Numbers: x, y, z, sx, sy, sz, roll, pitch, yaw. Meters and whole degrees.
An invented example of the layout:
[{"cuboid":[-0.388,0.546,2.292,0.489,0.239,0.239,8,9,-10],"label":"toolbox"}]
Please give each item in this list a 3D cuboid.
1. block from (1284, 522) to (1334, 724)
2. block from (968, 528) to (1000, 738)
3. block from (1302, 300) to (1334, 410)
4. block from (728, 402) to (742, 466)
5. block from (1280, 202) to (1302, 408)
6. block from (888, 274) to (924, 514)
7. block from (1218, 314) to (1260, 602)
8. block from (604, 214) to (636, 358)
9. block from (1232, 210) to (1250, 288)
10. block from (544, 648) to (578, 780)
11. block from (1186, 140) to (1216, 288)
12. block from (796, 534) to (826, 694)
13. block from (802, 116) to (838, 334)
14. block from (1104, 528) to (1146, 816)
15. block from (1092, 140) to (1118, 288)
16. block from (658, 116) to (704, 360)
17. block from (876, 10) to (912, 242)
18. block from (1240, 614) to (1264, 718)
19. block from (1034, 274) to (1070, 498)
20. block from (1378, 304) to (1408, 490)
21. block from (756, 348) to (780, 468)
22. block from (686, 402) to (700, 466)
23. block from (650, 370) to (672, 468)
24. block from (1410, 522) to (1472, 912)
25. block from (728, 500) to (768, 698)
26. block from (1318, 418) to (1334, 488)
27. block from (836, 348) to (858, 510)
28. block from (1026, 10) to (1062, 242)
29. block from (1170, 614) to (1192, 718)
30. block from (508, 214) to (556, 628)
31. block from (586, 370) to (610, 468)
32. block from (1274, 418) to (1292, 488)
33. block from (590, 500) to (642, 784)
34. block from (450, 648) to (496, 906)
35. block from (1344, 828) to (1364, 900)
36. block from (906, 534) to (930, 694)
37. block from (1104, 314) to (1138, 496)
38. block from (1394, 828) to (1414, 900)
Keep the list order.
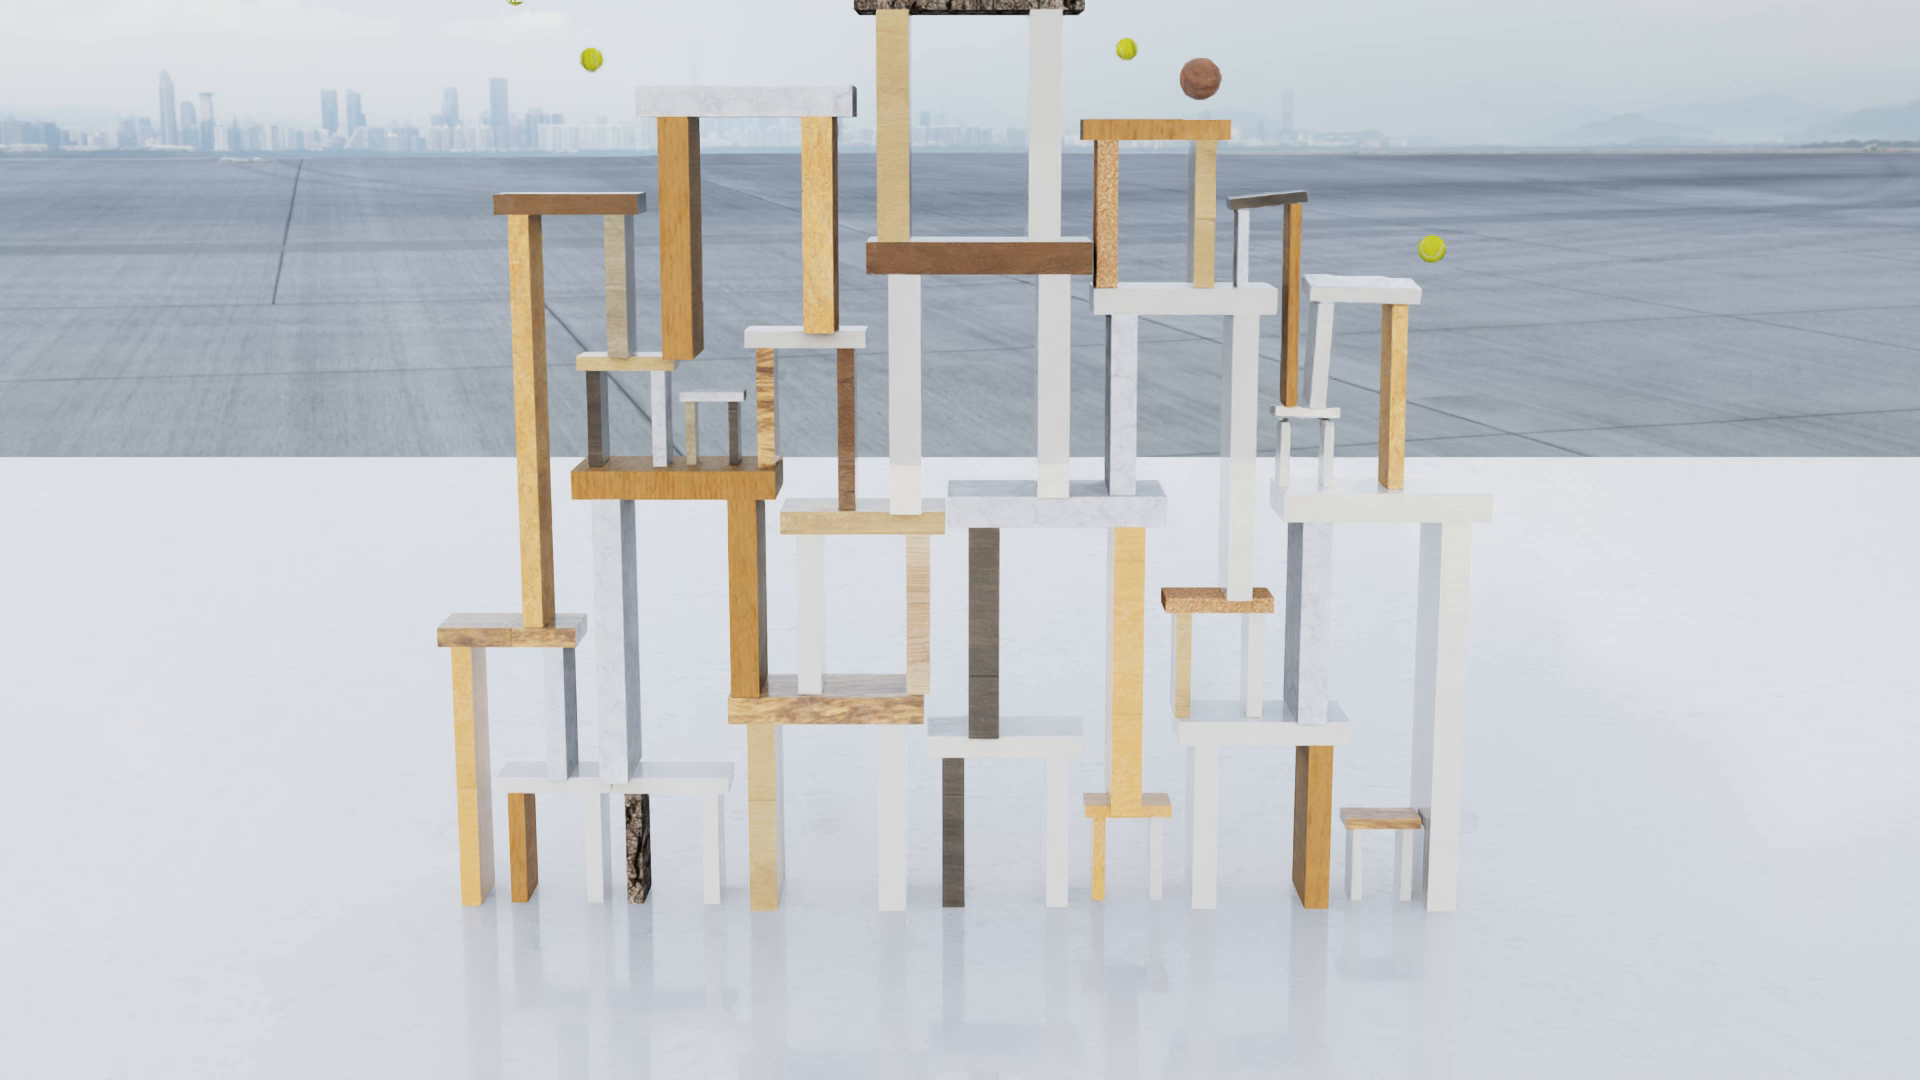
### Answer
[{"cuboid":[0.565,0.119,3.578,0.047,0.329,0.164,0,11,0],"label":"block"},{"cuboid":[0.039,0.134,3.588,0.049,0.346,0.173,0,10,0],"label":"block"},{"cuboid":[0.570,-0.303,3.504,0.024,0.173,0.086,2,17,0],"label":"block"},{"cuboid":[-0.361,-0.174,3.531,0.015,0.103,0.051,0,11,0],"label":"block"},{"cuboid":[0.524,-0.373,3.485,0.017,0.319,0.059,-1,12,-2],"label":"block"},{"cuboid":[-0.086,-0.241,3.511,0.049,0.376,0.175,0,11,0],"label":"block"},{"cuboid":[0.447,-0.140,3.535,0.040,0.456,0.143,0,11,0],"label":"block"},{"cuboid":[-0.538,-0.405,3.484,0.031,0.222,0.111,0,11,-1],"label":"block"},{"cuboid":[0.443,-0.461,3.469,0.017,0.119,0.059,0,11,1],"label":"block"},{"cuboid":[-0.654,0.271,3.606,0.031,0.222,0.111,0,11,0],"label":"block"},{"cuboid":[0.381,-0.515,3.468,0.032,0.227,0.113,0,11,0],"label":"block"},{"cuboid":[-0.242,0.108,3.581,0.037,0.262,0.131,0,11,0],"label":"block"},{"cuboid":[-0.219,-0.498,3.462,0.047,0.330,0.165,0,11,0],"label":"block"},{"cuboid":[0.269,0.197,3.599,0.049,0.473,0.173,0,11,0],"label":"block"},{"cuboid":[0.230,-0.516,3.469,0.032,0.227,0.113,0,11,0],"label":"block"},{"cuboid":[-0.439,-0.477,3.465,0.047,0.371,0.165,0,11,-1],"label":"block"},{"cuboid":[-0.102,-0.646,3.437,0.049,0.348,0.174,0,11,0],"label":"block"},{"cuboid":[0.477,0.195,3.593,0.025,0.174,0.087,0,11,0],"label":"block"},{"cuboid":[0.147,-0.254,3.508,0.049,0.349,0.175,0,11,0],"label":"block"},{"cuboid":[0.691,-0.232,3.511,0.024,0.292,0.086,-1,11,0],"label":"block"},{"cuboid":[-0.307,-0.217,3.520,0.027,0.190,0.095,0,10,0],"label":"block"},{"cuboid":[-0.429,-0.174,3.531,0.015,0.103,0.051,0,11,0],"label":"block"},{"cuboid":[-0.477,-0.199,3.522,0.022,0.154,0.077,0,11,0],"label":"block"},{"cuboid":[0.784,0.274,3.606,0.047,0.644,0.164,0,11,0],"label":"block"},{"cuboid":[-0.344,0.080,3.573,0.046,0.321,0.161,0,11,0],"label":"block"},{"cuboid":[0.588,-0.140,3.530,0.015,0.104,0.052,0,11,0],"label":"block"},{"cuboid":[-0.180,-0.183,3.526,0.027,0.258,0.095,0,11,0],"label":"block"},{"cuboid":[0.130,-0.645,3.436,0.049,0.348,0.174,0,11,0],"label":"block"},{"cuboid":[0.361,0.195,3.592,0.025,0.174,0.087,0,11,0],"label":"block"},{"cuboid":[-0.685,-0.192,3.522,0.031,0.656,0.111,0,11,0],"label":"block"},{"cuboid":[-0.579,-0.199,3.521,0.022,0.154,0.077,0,11,0],"label":"block"},{"cuboid":[0.518,-0.140,3.532,0.015,0.104,0.052,1,10,0],"label":"block"},{"cuboid":[-0.559,0.150,3.586,0.046,0.465,0.161,0,11,0],"label":"block"},{"cuboid":[-0.802,0.376,3.626,0.031,0.436,0.111,0,11,0],"label":"block"},{"cuboid":[0.655,0.530,3.655,0.017,0.123,0.062,0,11,0],"label":"block"},{"cuboid":[-0.067,0.108,3.582,0.037,0.262,0.131,0,11,0],"label":"block"},{"cuboid":[0.257,-0.223,3.520,0.040,0.285,0.143,0,11,0],"label":"block"},{"cuboid":[0.737,0.530,3.655,0.017,0.123,0.062,0,11,0],"label":"block"}]
